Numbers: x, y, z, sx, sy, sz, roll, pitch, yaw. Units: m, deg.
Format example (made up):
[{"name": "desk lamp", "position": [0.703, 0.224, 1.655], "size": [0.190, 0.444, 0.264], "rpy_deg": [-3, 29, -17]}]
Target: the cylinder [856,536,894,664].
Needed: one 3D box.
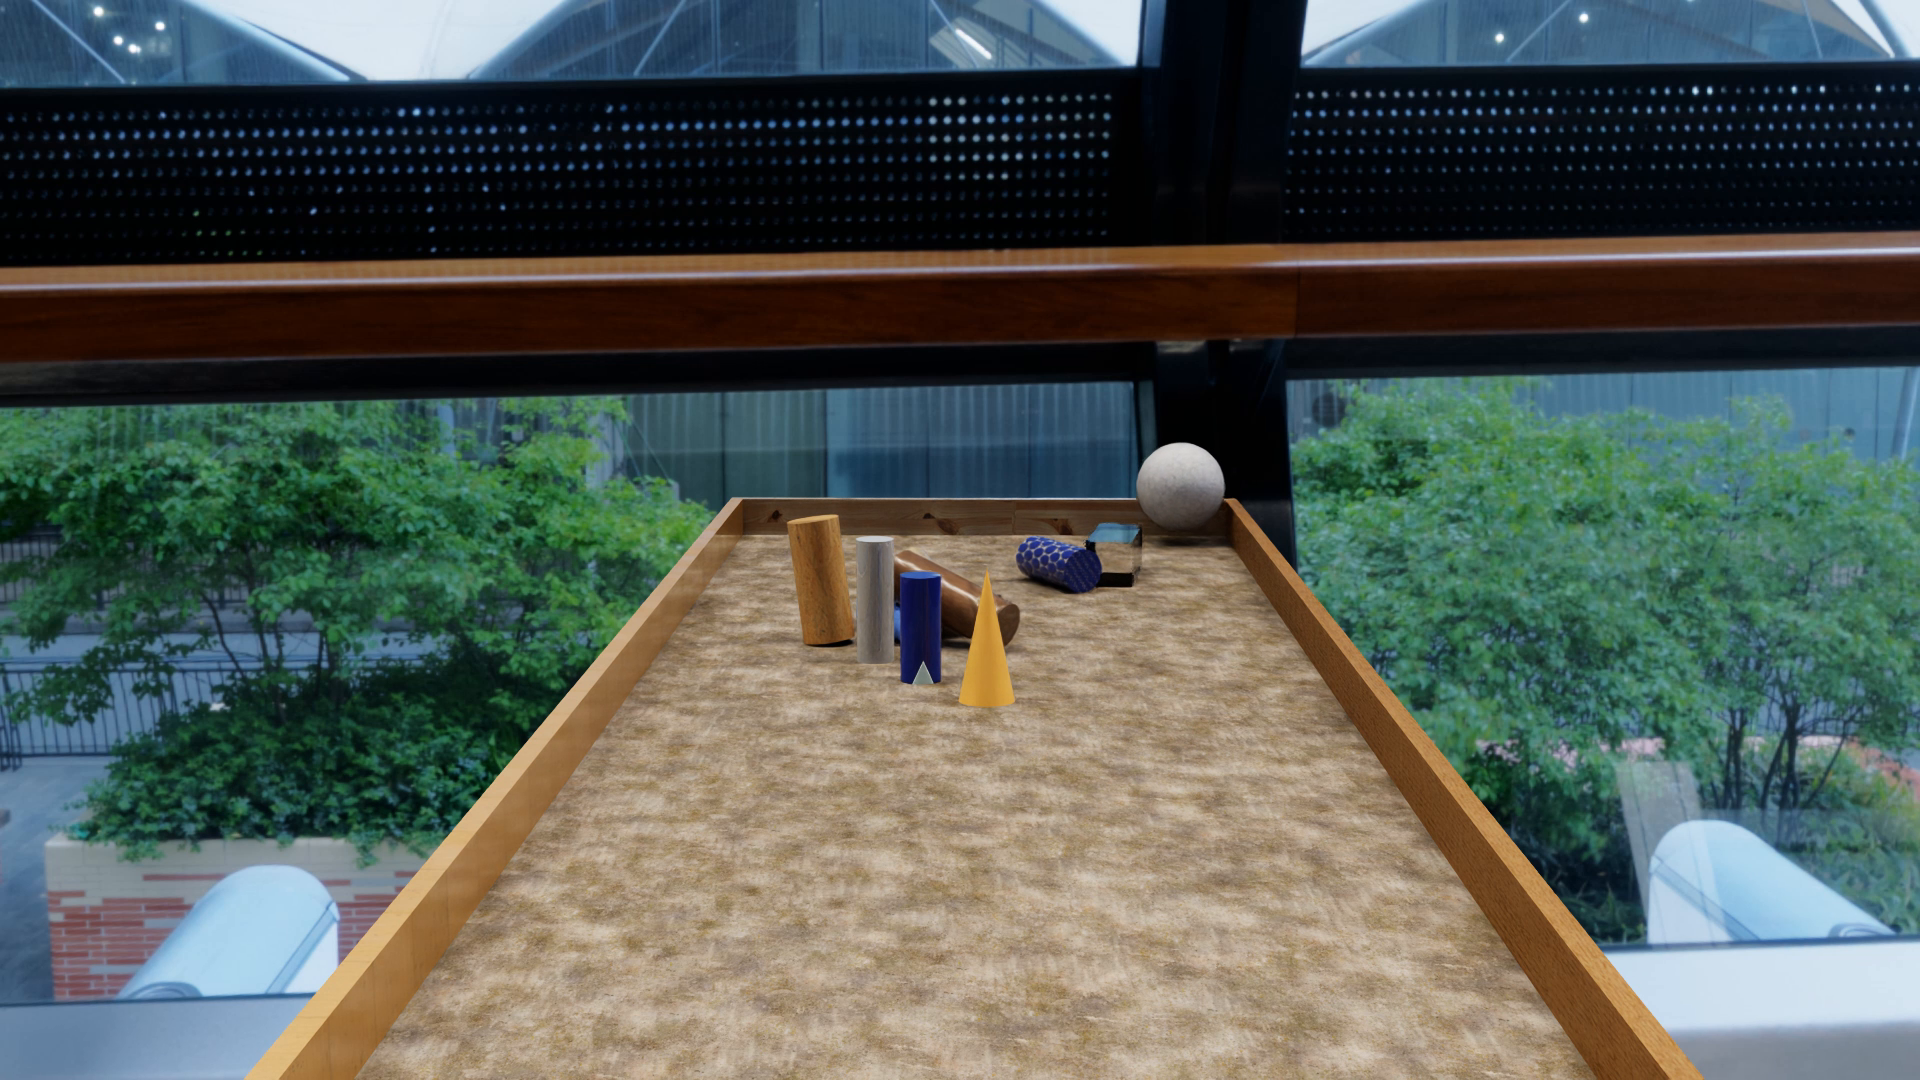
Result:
[{"name": "cylinder", "position": [-0.257, 0.182, 6.671], "size": [0.114, 0.374, 0.114], "rpy_deg": [0, 9, 0]}]

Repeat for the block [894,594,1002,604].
[{"name": "block", "position": [-0.086, 0.220, 7.301], "size": [0.446, 0.100, 0.100], "rpy_deg": [4, 10, 26]}]

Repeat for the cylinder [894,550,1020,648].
[{"name": "cylinder", "position": [-0.028, 0.189, 6.916], "size": [0.432, 0.160, 0.160], "rpy_deg": [27, 22, 31]}]

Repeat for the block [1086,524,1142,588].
[{"name": "block", "position": [0.575, 0.054, 8.146], "size": [0.164, 0.164, 0.451], "rpy_deg": [2, 9, 9]}]

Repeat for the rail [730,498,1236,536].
[{"name": "rail", "position": [0.099, -0.098, 9.147], "size": [2.100, 0.150, 0.050], "rpy_deg": [0, 9, 1]}]

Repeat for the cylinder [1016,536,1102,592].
[{"name": "cylinder", "position": [0.356, 0.087, 7.964], "size": [0.156, 0.156, 0.349], "rpy_deg": [-5, 10, -27]}]

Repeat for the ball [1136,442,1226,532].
[{"name": "ball", "position": [0.896, -0.216, 8.927], "size": [0.360, 0.360, 0.360], "rpy_deg": [0, 9, 0]}]

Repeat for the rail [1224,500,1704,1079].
[{"name": "rail", "position": [1.046, 0.843, 3.208], "size": [0.050, 0.150, 12.000], "rpy_deg": [0, 9, 1]}]

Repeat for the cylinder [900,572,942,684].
[{"name": "cylinder", "position": [-0.114, 0.255, 6.402], "size": [0.121, 0.312, 0.121], "rpy_deg": [0, 9, 0]}]

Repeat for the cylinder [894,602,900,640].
[{"name": "cylinder", "position": [-0.213, 0.255, 7.054], "size": [0.109, 0.109, 0.367], "rpy_deg": [-4, 10, -25]}]

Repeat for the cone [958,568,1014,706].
[{"name": "cone", "position": [0.075, 0.263, 6.139], "size": [0.158, 0.379, 0.158], "rpy_deg": [0, 9, 0]}]

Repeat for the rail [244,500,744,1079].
[{"name": "rail", "position": [-1.004, 0.839, 3.234], "size": [0.050, 0.150, 12.000], "rpy_deg": [0, 9, 1]}]

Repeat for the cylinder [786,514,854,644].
[{"name": "cylinder", "position": [-0.438, 0.124, 6.939], "size": [0.163, 0.385, 0.163], "rpy_deg": [-7, 7, 1]}]

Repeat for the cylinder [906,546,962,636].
[{"name": "cylinder", "position": [-0.083, 0.166, 7.167], "size": [0.109, 0.109, 0.379], "rpy_deg": [-5, 33, -27]}]
